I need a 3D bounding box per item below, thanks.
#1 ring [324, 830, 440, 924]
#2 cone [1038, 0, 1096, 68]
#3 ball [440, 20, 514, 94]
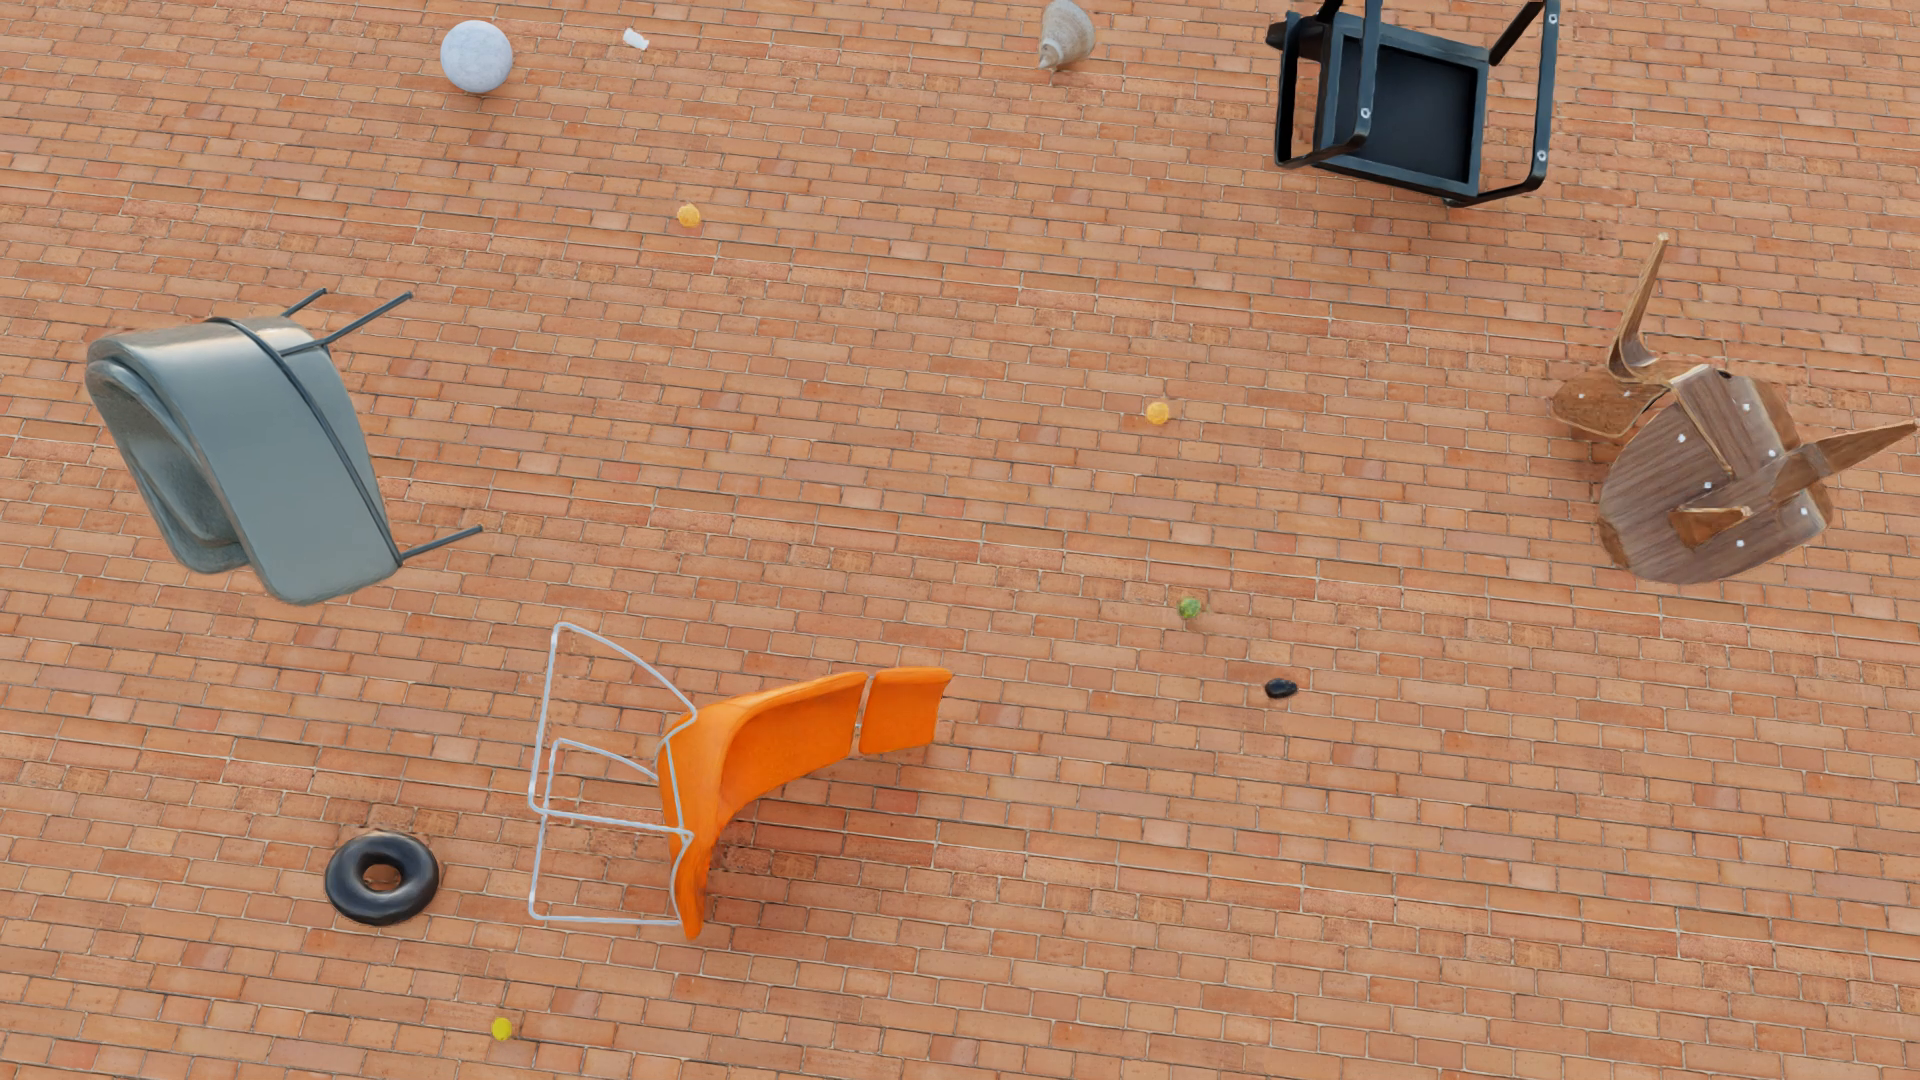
[{"bbox_3d":[-1.542,0.901,5.870,0.306,0.091,0.268,-11,62,-33],"label":"ring"},{"bbox_3d":[0.320,-1.682,7.542,0.208,0.254,0.229,23,56,18],"label":"cone"},{"bbox_3d":[-1.657,-1.656,7.538,0.245,0.245,0.245,0,56,0],"label":"ball"}]
